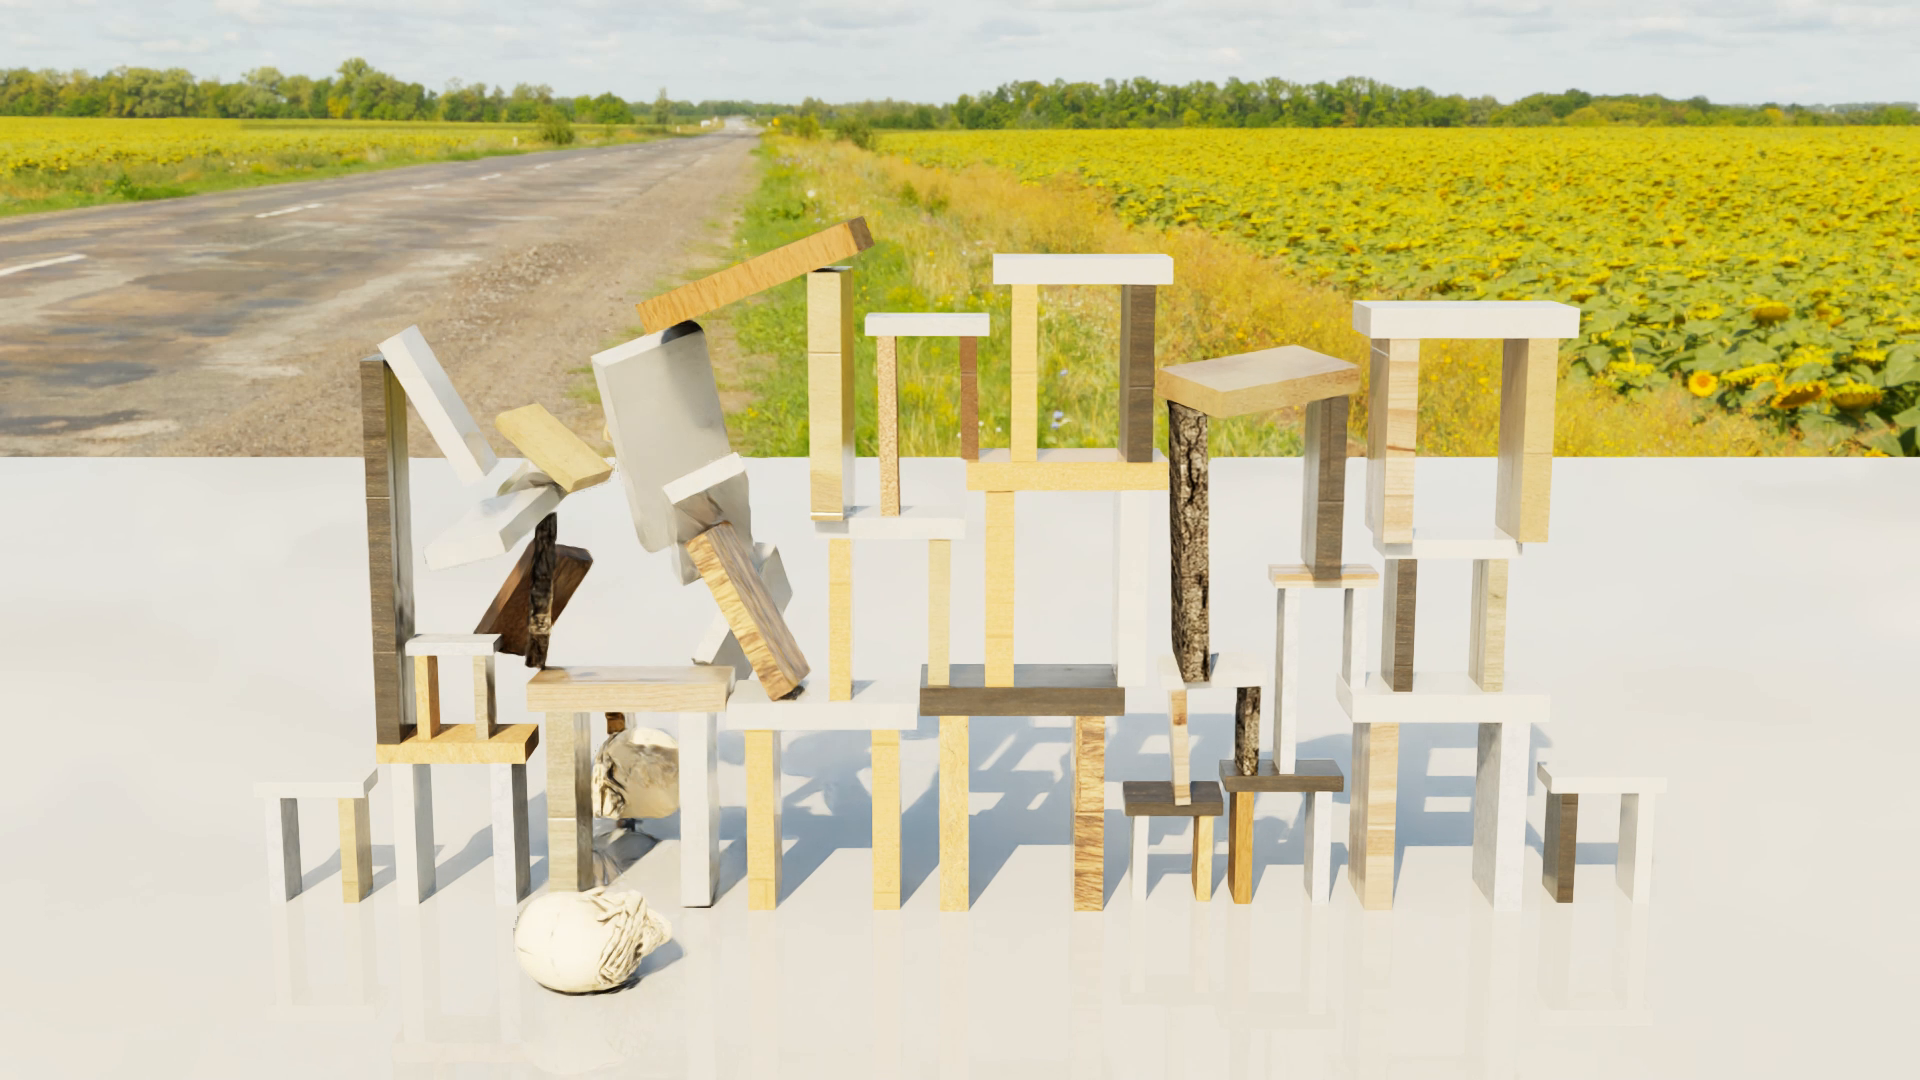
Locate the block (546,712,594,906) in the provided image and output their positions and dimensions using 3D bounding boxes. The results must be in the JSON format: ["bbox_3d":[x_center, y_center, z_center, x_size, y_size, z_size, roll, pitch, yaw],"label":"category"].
[{"bbox_3d":[-0.647,0.426,3.649,0.046,0.321,0.161,0,8,0],"label":"block"}]

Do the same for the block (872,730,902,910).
[{"bbox_3d":[-0.120,0.440,3.639,0.043,0.305,0.153,0,11,0],"label":"block"}]

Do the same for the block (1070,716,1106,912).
[{"bbox_3d":[0.209,0.429,3.636,0.047,0.328,0.164,0,11,0],"label":"block"}]

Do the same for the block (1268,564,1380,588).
[{"bbox_3d":[0.590,0.058,3.574,0.167,0.024,0.083,0,11,-1],"label":"block"}]

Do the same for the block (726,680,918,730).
[{"bbox_3d":[-0.222,0.269,3.607,0.305,0.043,0.153,0,11,0],"label":"block"}]

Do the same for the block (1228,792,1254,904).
[{"bbox_3d":[0.465,0.496,3.649,0.027,0.192,0.096,0,11,0],"label":"block"}]

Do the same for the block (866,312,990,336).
[{"bbox_3d":[-0.051,-0.343,3.499,0.195,0.028,0.098,0,11,0],"label":"block"}]

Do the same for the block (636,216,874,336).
[{"bbox_3d":[-0.322,-0.421,3.490,0.359,0.051,0.180,-20,9,9],"label":"block"}]

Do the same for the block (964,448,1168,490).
[{"bbox_3d":[0.168,-0.114,3.539,0.319,0.045,0.159,0,11,-1],"label":"block"}]

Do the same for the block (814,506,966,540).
[{"bbox_3d":[-0.110,-0.029,3.548,0.238,0.034,0.119,0,11,1],"label":"block"}]

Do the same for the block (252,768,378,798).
[{"bbox_3d":[-1.064,0.401,3.633,0.180,0.025,0.090,0,11,0],"label":"block"}]

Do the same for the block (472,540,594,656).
[{"bbox_3d":[-0.760,0.105,3.905,0.118,0.236,0.033,12,34,-43],"label":"block"}]

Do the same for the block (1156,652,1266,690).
[{"bbox_3d":[0.402,0.209,3.523,0.167,0.024,0.084,-3,20,1],"label":"block"}]

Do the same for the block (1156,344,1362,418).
[{"bbox_3d":[0.465,-0.248,3.421,0.295,0.042,0.148,-12,25,-34],"label":"block"}]

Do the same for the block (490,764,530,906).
[{"bbox_3d":[-0.746,0.471,3.652,0.034,0.241,0.121,0,11,0],"label":"block"}]

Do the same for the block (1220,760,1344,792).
[{"bbox_3d":[0.529,0.389,3.629,0.192,0.027,0.096,0,11,0],"label":"block"}]

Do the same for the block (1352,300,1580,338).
[{"bbox_3d":[0.799,-0.350,3.490,0.323,0.046,0.162,0,11,0],"label":"block"}]

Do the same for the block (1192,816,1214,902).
[{"bbox_3d":[0.402,0.508,3.645,0.023,0.159,0.080,0,19,0],"label":"block"}]

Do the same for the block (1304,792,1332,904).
[{"bbox_3d":[0.593,0.496,3.649,0.027,0.192,0.096,0,11,0],"label":"block"}]

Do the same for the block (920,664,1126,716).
[{"bbox_3d":[0.100,0.245,3.602,0.329,0.047,0.164,0,11,0],"label":"block"}]

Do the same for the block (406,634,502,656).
[{"bbox_3d":[-0.826,0.170,3.591,0.141,0.020,0.071,0,11,0],"label":"block"}]

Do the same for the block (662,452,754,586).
[{"bbox_3d":[-0.419,-0.031,3.669,0.135,0.038,0.271,-26,-26,-17],"label":"block"}]

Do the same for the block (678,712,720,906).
[{"bbox_3d":[-0.432,0.426,3.650,0.046,0.321,0.161,0,8,-1],"label":"block"}]

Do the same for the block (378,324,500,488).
[{"bbox_3d":[-0.834,-0.216,3.529,0.037,0.261,0.131,-29,12,5],"label":"block"}]

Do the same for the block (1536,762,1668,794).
[{"bbox_3d":[1.059,0.392,3.634,0.188,0.027,0.094,0,11,0],"label":"block"}]

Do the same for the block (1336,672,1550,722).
[{"bbox_3d":[0.789,0.257,3.606,0.317,0.045,0.158,0,11,0],"label":"block"}]

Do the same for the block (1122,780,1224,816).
[{"bbox_3d":[0.349,0.424,3.609,0.159,0.023,0.080,0,20,0],"label":"block"}]

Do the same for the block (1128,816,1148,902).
[{"bbox_3d":[0.295,0.508,3.642,0.023,0.159,0.080,0,20,0],"label":"block"}]

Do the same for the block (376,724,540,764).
[{"bbox_3d":[-0.826,0.335,3.627,0.241,0.034,0.121,0,11,0],"label":"block"}]

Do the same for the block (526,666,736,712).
[{"bbox_3d":[-0.539,0.244,3.627,0.321,0.046,0.161,0,8,0],"label":"block"}]

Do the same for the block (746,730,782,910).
[{"bbox_3d":[-0.324,0.440,3.639,0.043,0.305,0.153,0,11,0],"label":"block"}]

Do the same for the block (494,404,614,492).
[{"bbox_3d":[-0.676,-0.154,3.656,0.187,0.027,0.094,39,32,19],"label":"block"}]

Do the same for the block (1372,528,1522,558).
[{"bbox_3d":[0.787,0.005,3.557,0.219,0.031,0.109,0,11,0],"label":"block"}]

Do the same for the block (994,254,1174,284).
[{"bbox_3d":[0.192,-0.429,3.476,0.278,0.039,0.139,0,10,0],"label":"block"}]

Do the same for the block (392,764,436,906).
[{"bbox_3d":[-0.907,0.471,3.652,0.034,0.241,0.121,0,11,0],"label":"block"}]

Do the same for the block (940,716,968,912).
[{"bbox_3d":[-0.010,0.429,3.636,0.047,0.329,0.164,0,11,0],"label":"block"}]
